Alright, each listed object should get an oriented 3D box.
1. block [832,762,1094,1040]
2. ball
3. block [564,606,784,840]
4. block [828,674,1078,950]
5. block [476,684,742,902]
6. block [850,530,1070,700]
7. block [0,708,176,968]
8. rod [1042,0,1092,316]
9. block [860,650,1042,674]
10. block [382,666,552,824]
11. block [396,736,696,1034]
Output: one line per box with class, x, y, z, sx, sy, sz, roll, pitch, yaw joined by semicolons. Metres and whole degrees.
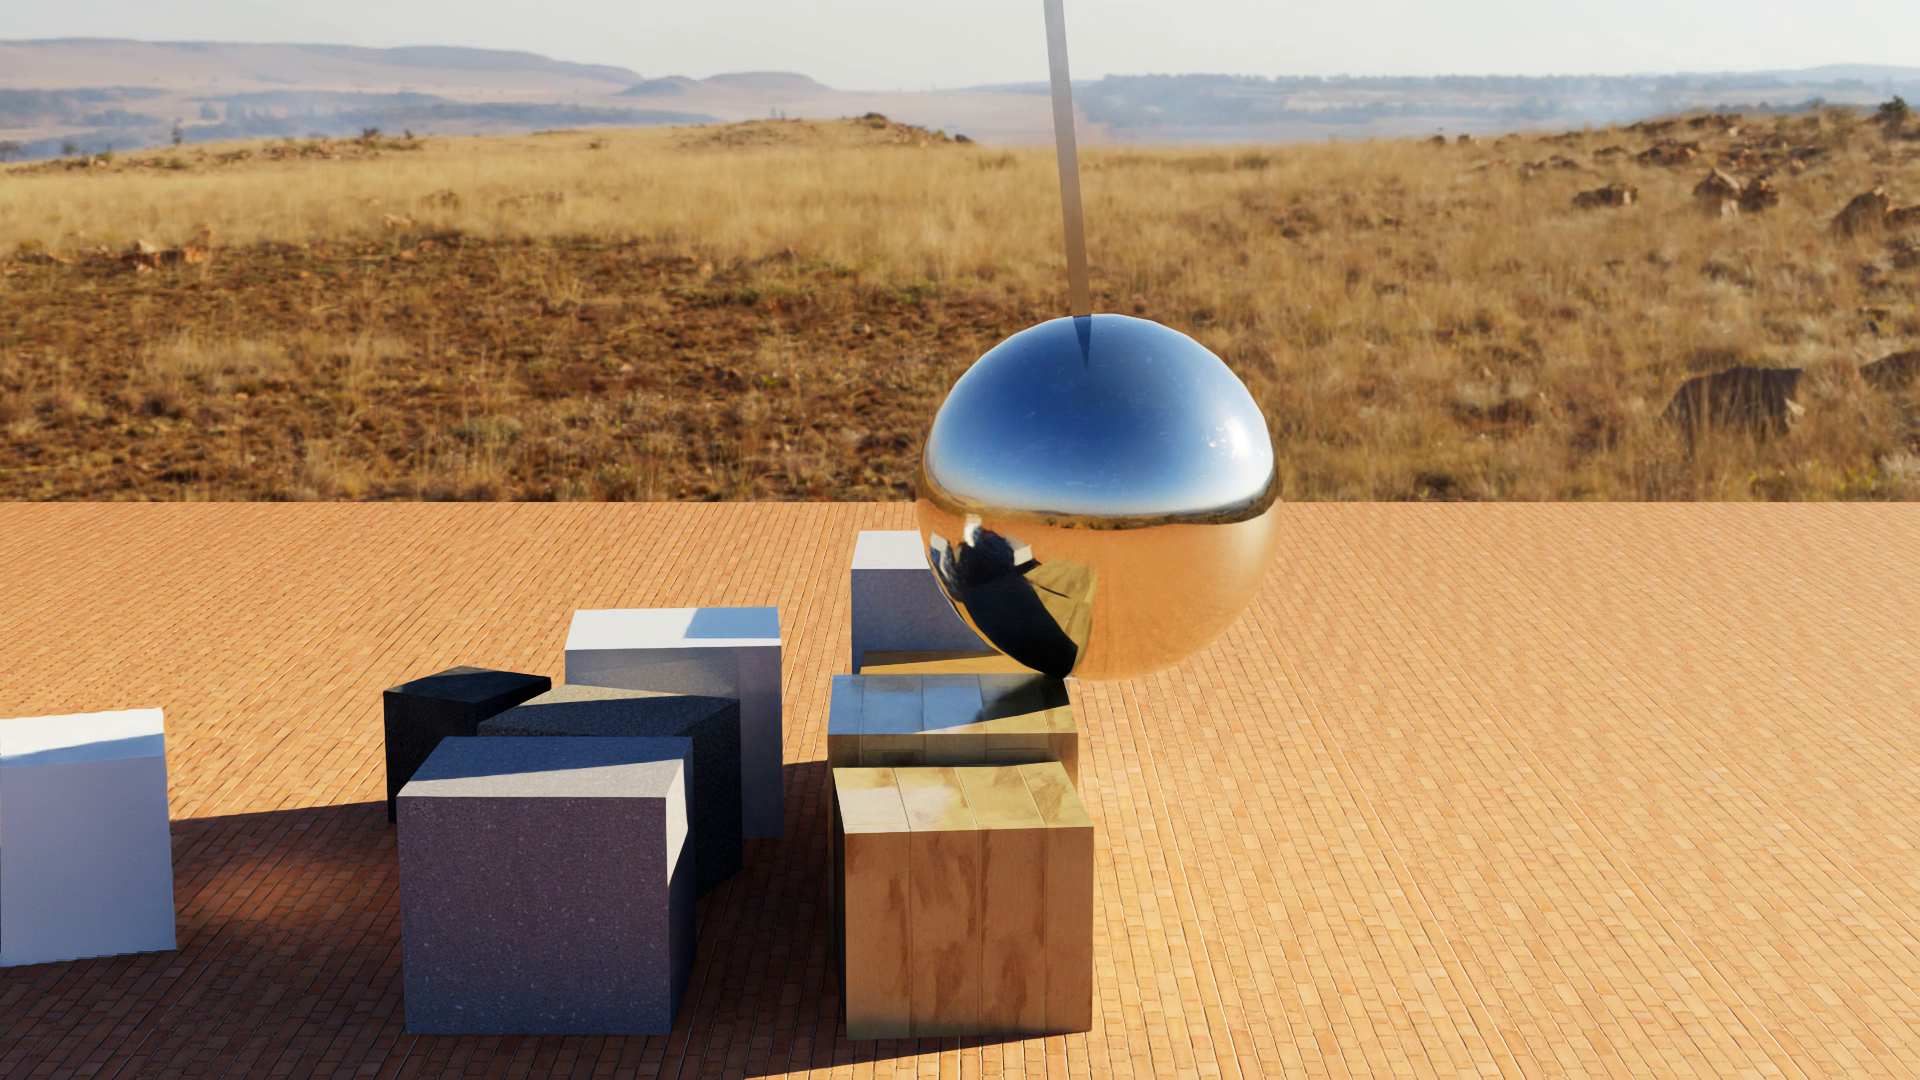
block;-0.007;1.364;9.854;0.913;0.790;0.900;-1;10;-6
ball;0.603;-0.183;11.147;1.600;1.600;1.600;0;10;0
block;-1.350;0.865;12.236;0.987;0.919;0.878;-1;10;-5
block;-0.042;1.125;10.862;1.005;0.901;1.043;0;10;-1
block;-1.512;1.127;11.184;0.873;0.781;0.777;4;11;19
block;0.004;0.632;12.749;1.040;1.195;1.022;0;10;0
block;-3.766;1.220;10.574;0.972;0.817;0.816;-3;11;-18
rod;0.261;-3.511;10.542;0.080;5.200;0.080;-6;10;1
block;-0.008;0.998;11.835;0.898;0.801;0.886;0;10;0
block;-2.341;1.001;12.261;0.542;0.645;0.584;5;12;27
block;-1.557;1.305;9.840;0.985;0.911;0.856;0;10;1
